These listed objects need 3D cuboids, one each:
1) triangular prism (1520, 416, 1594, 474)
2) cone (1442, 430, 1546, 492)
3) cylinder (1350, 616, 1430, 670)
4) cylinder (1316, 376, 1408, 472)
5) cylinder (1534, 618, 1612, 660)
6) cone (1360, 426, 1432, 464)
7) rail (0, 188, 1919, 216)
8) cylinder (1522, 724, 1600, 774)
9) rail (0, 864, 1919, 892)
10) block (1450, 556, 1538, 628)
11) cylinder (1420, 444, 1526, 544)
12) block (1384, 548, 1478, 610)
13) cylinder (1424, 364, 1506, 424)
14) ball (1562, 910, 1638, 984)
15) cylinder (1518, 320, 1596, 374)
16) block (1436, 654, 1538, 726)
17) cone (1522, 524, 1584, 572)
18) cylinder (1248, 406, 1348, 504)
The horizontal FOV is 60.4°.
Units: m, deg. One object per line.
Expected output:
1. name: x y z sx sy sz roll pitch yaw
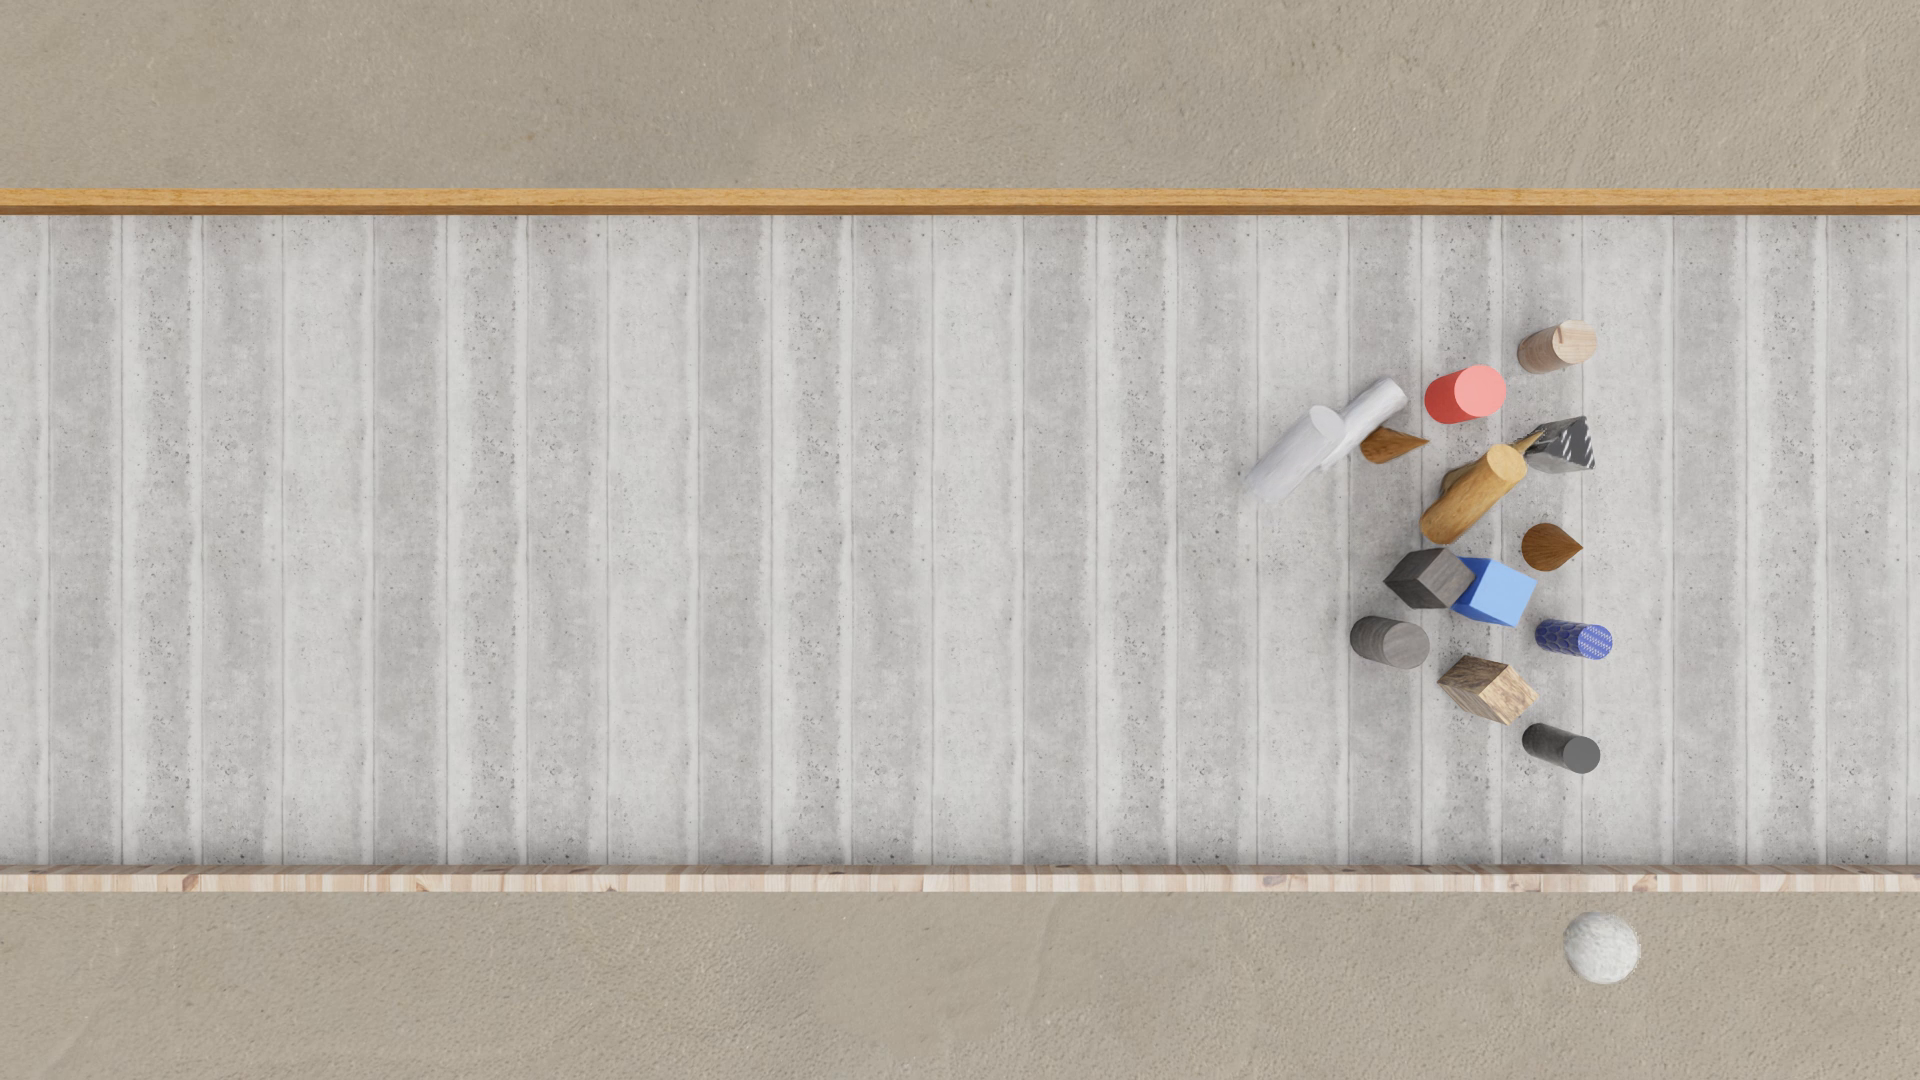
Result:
1. triangular prism: 1.770 -0.293 4.903 0.154 0.346 0.133 20 90 0
2. cone: 1.589 -0.235 4.844 0.116 0.460 0.116 6 69 -15
3. cylinder: 1.267 0.301 4.879 0.134 0.396 0.134 0 90 0
4. cylinder: 1.200 -0.351 5.018 0.328 0.108 0.108 -40 90 2
5. cylinder: 1.819 0.293 4.900 0.101 0.353 0.101 0 90 0
6. cone: 1.313 -0.287 4.880 0.114 0.381 0.114 0 92 -8
7. rail: -2.247 -1.025 5.002 12.000 0.150 0.050 0 90 0
8. cylinder: 1.783 0.617 4.903 0.108 0.346 0.108 0 90 0
9. rail: -2.247 1.025 5.001 12.000 0.150 0.050 0 90 0
10. block: 1.548 0.150 4.890 0.147 0.370 0.147 26 90 -1
11. cylinder: 1.512 -0.130 4.879 0.124 0.388 0.124 8 60 -13
12. block: 1.394 0.116 4.907 0.125 0.331 0.125 43 86 0
13. cylinder: 1.505 -0.431 4.923 0.150 0.307 0.150 0 90 0
14. ball: 1.865 1.186 4.804 0.207 0.207 0.207 0 90 0
15. cylinder: 1.779 -0.574 4.924 0.129 0.304 0.129 0 90 0
16. block: 1.552 0.439 4.870 0.122 0.413 0.122 -44 90 0
17. cone: 1.803 0.022 4.920 0.149 0.312 0.149 0 90 0
18. cylinder: 1.006 -0.252 4.923 0.132 0.132 0.311 38 133 0
